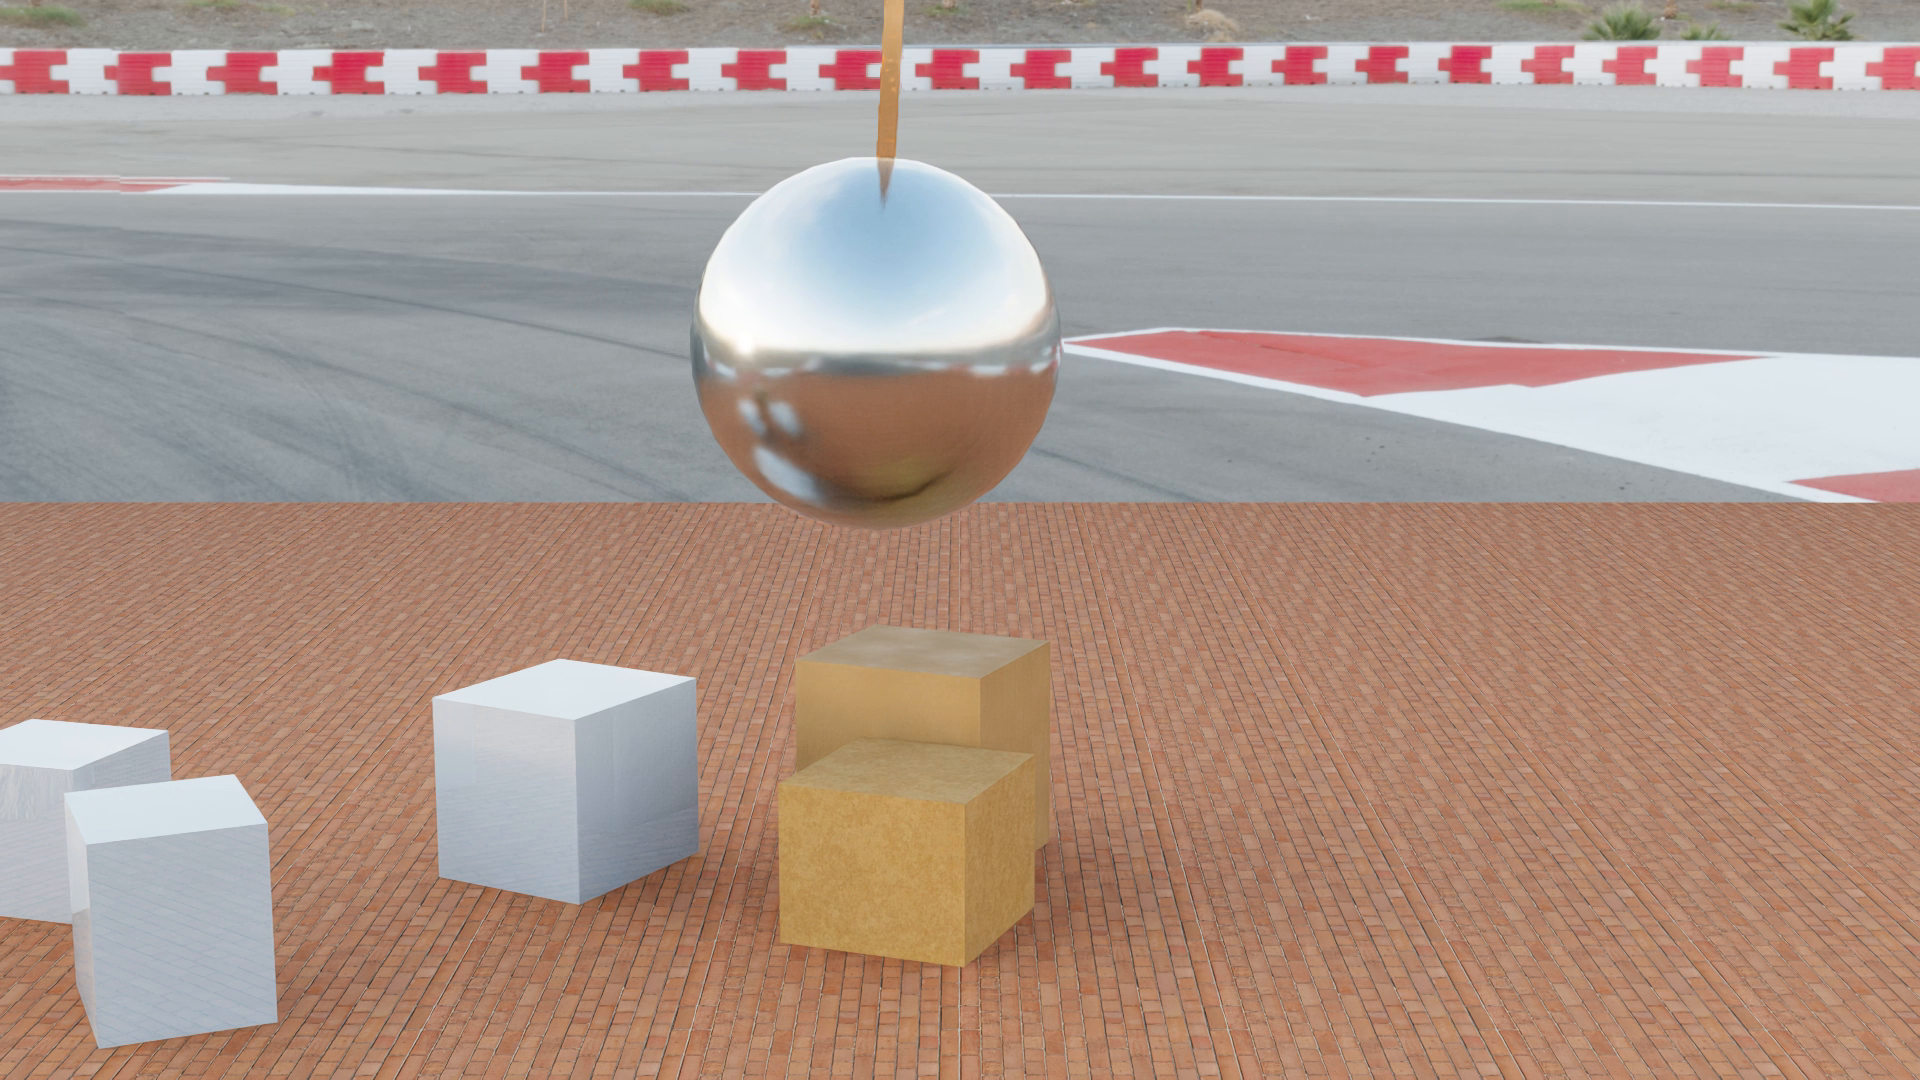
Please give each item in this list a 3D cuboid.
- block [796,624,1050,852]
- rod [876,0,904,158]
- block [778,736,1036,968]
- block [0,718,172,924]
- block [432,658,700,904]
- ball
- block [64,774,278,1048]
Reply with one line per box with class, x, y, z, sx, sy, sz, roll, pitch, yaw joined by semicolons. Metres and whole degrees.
block;-0.157;0.963;11.614;0.891;0.951;0.809;5;11;23
rod;-0.157;-4.181;10.420;0.080;5.200;0.080;3;10;-1
block;-0.209;1.276;10.670;0.811;0.671;0.815;4;11;21
block;-3.902;1.203;11.077;0.705;0.669;0.677;3;11;17
block;-1.749;1.057;11.471;0.782;0.815;0.877;6;12;29
ball;-0.362;-0.842;11.027;1.600;1.600;1.600;0;10;0
block;-3.005;1.391;9.750;0.641;0.774;0.740;-5;11;-24
